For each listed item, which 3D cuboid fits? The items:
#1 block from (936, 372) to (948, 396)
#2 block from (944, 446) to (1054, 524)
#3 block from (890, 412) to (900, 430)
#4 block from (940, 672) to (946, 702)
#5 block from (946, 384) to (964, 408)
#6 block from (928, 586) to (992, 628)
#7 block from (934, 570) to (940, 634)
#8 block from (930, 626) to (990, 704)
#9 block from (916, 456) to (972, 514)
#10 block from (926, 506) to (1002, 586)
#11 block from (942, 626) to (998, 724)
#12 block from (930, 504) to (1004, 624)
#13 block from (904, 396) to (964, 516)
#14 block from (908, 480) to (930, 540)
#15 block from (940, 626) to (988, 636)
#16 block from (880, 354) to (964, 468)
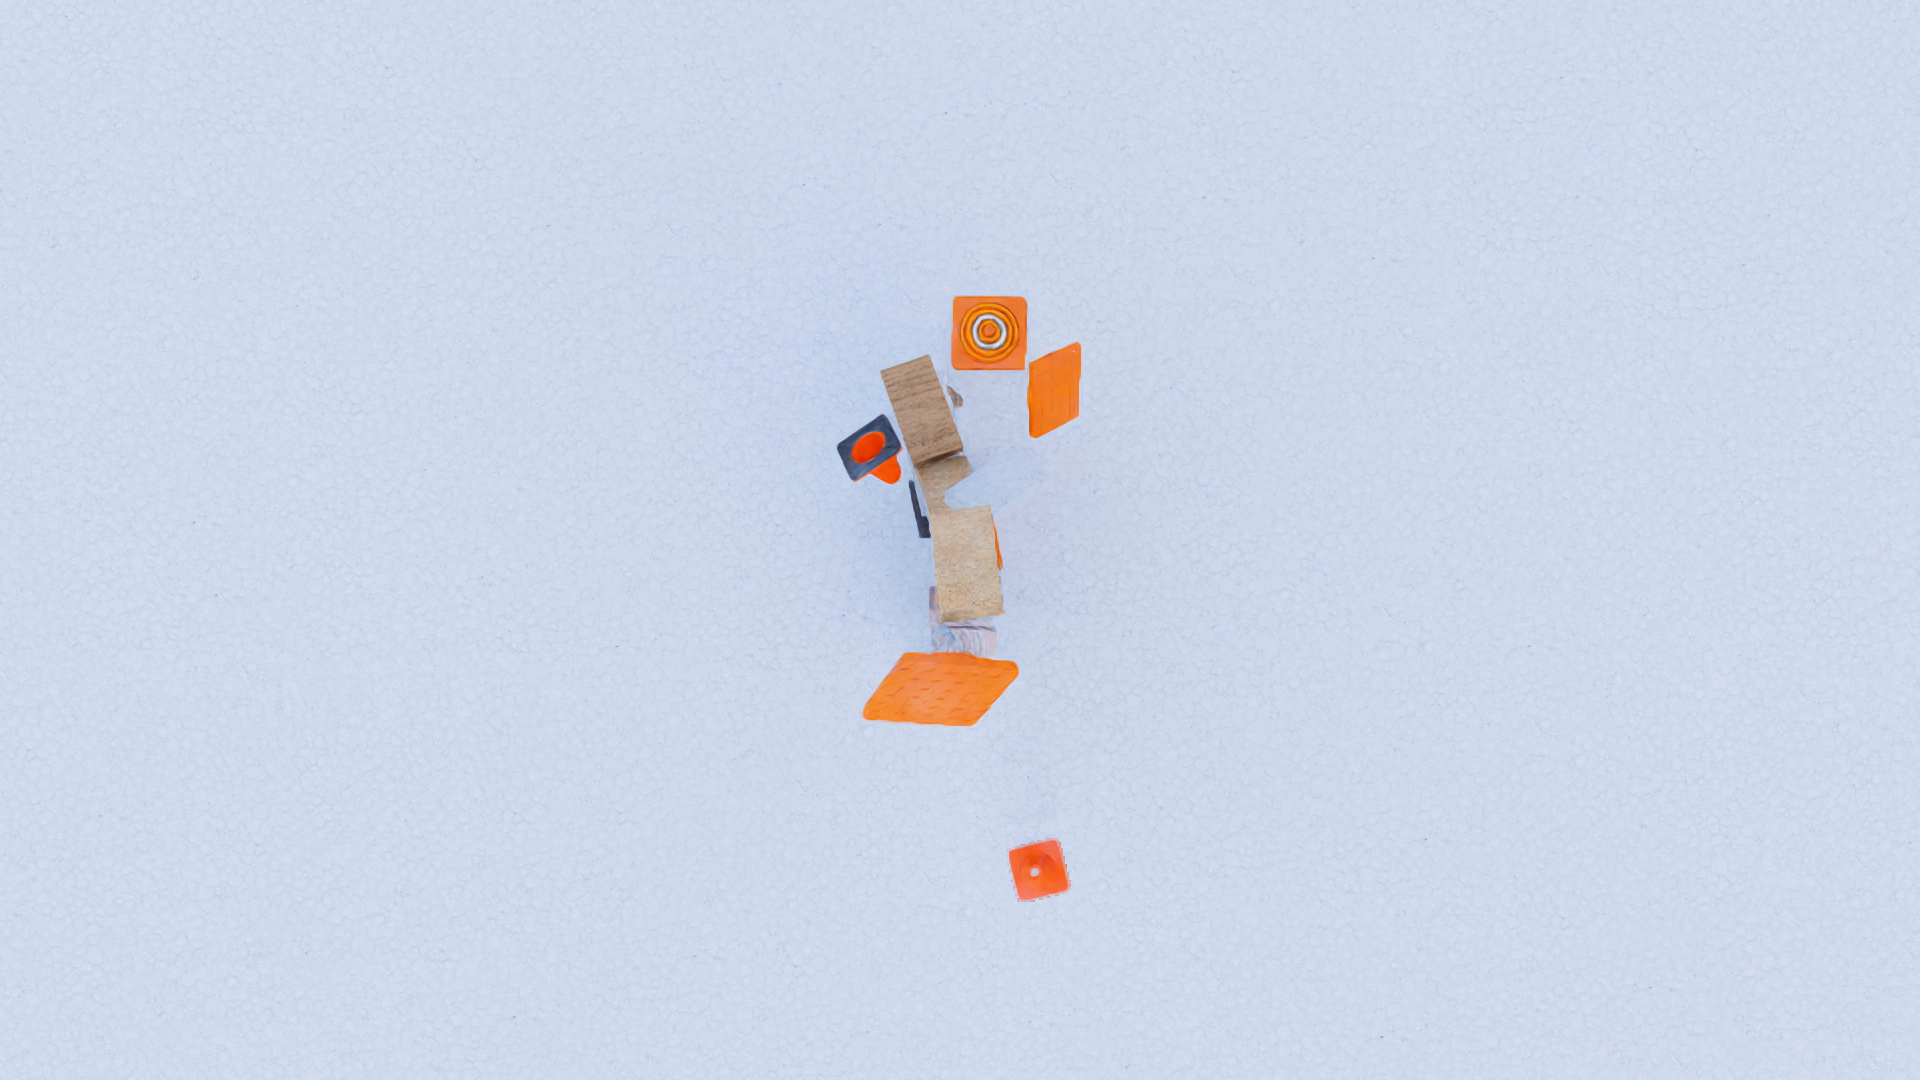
[{"bbox_3d":[-0.092,-0.399,5.223,0.124,0.035,0.248,-8,92,7],"label":"block"},{"bbox_3d":[0.111,-0.150,4.704,0.152,0.043,0.304,35,47,23],"label":"block"},{"bbox_3d":[-0.109,-0.363,5.045,0.163,0.326,0.046,0,93,6],"label":"block"},{"bbox_3d":[0.006,0.424,4.788,0.129,0.602,0.036,0,90,-1],"label":"block"},{"bbox_3d":[-0.077,-0.457,5.366,0.124,0.248,0.035,-14,83,11],"label":"block"},{"bbox_3d":[0.000,0.181,4.574,0.168,0.337,0.048,-1,99,0],"label":"block"},{"bbox_3d":[0.003,0.119,4.765,0.151,0.043,0.301,0,90,0],"label":"block"},{"bbox_3d":[0.000,0.326,5.114,0.179,0.051,0.358,0,90,0],"label":"block"},{"bbox_3d":[-0.018,-0.115,4.716,0.152,0.043,0.304,-9,46,-12],"label":"block"},{"bbox_3d":[0.006,0.003,4.665,0.168,0.435,0.048,-3,131,-5],"label":"block"},{"bbox_3d":[0.025,0.362,4.452,0.129,0.036,0.257,5,101,-1],"label":"block"},{"bbox_3d":[0.017,0.062,4.453,0.168,0.048,0.337,-9,53,3],"label":"block"},{"bbox_3d":[-0.070,-0.248,4.866,0.163,0.046,0.326,-13,100,0],"label":"block"},{"bbox_3d":[-0.060,-0.102,5.082,0.163,0.358,0.046,-8,68,1],"label":"block"},{"bbox_3d":[0.008,0.242,4.615,0.129,0.257,0.036,5,91,0],"label":"block"},{"bbox_3d":[-0.111,-0.374,4.783,0.152,0.043,0.304,-19,73,-3],"label":"block"}]
